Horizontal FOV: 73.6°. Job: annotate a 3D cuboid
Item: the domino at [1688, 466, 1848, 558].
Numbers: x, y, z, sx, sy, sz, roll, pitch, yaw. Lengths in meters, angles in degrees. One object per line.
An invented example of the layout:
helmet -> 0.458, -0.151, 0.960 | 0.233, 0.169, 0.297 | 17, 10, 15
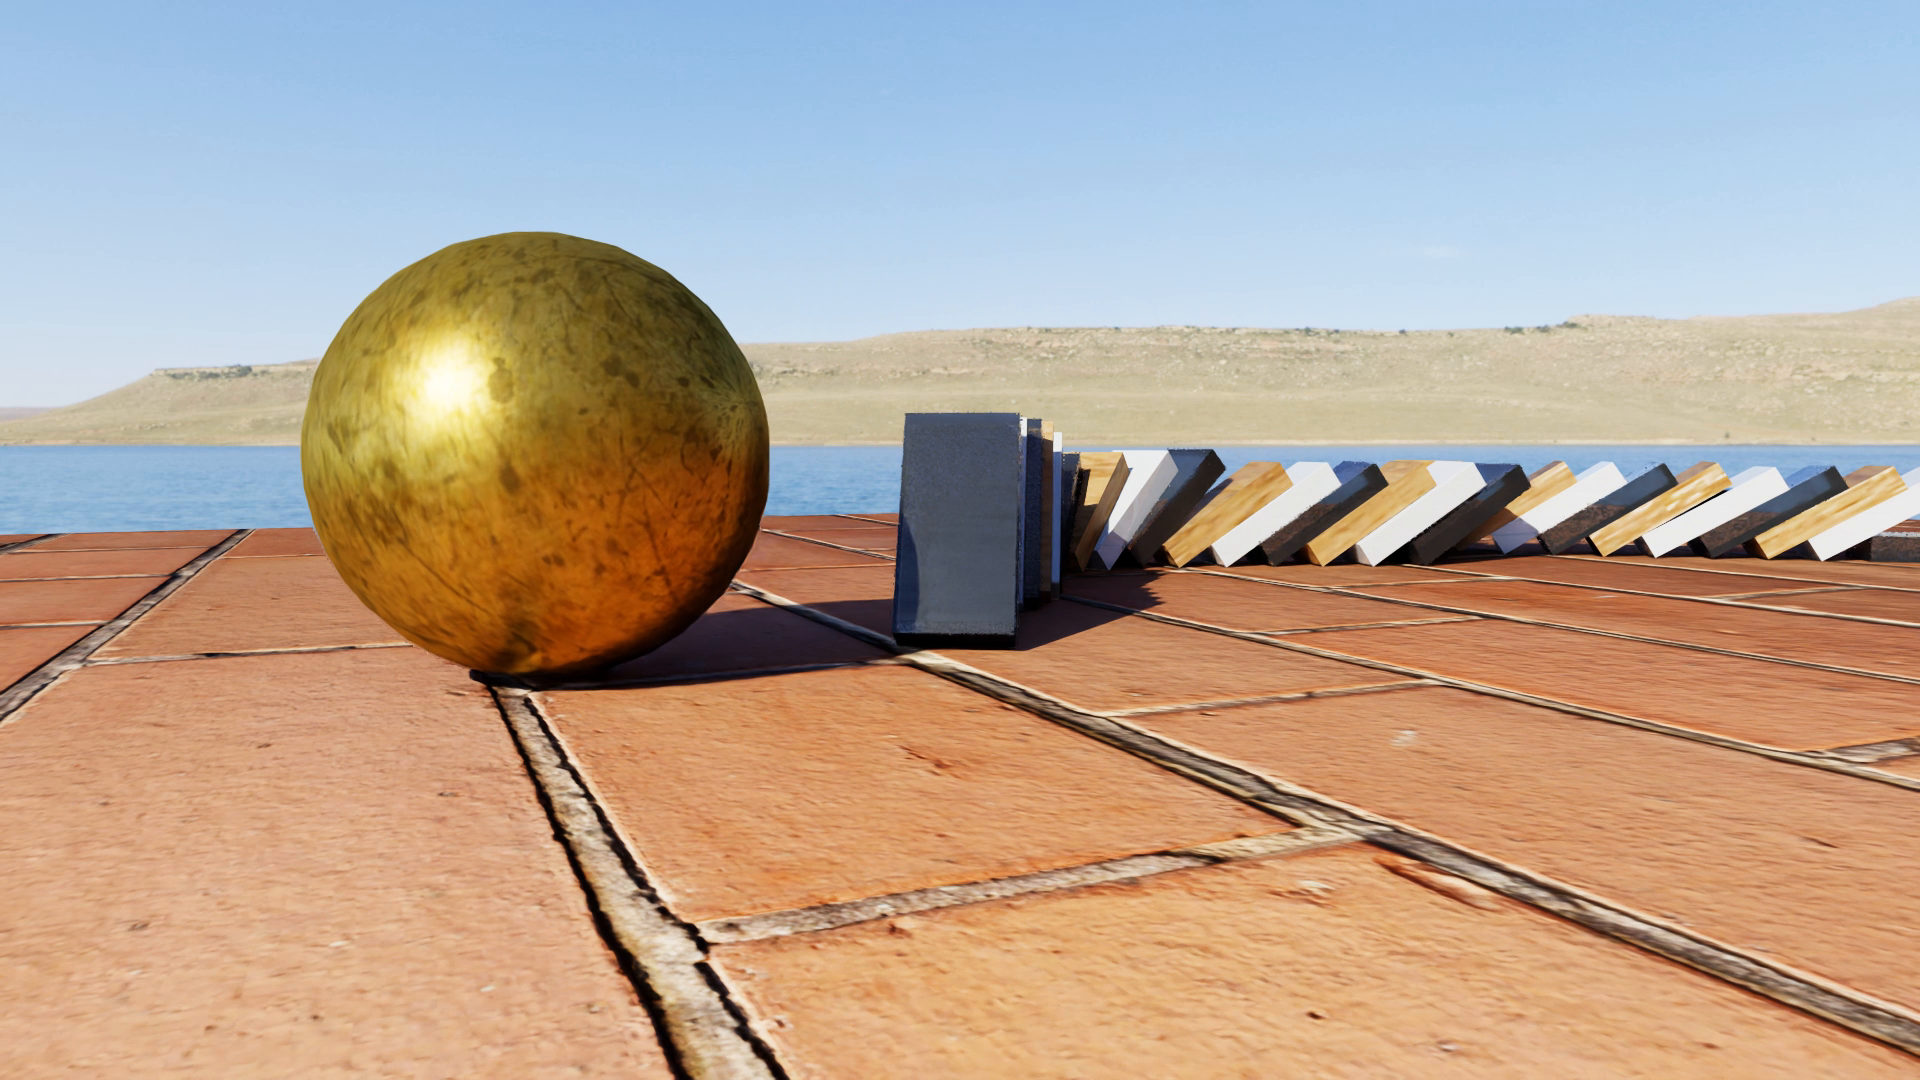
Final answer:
domino -> 0.299, -0.011, 0.479 | 0.050, 0.010, 0.025 | -31, -5, 15

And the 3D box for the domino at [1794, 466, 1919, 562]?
domino -> 0.334, -0.010, 0.471 | 0.050, 0.010, 0.025 | -32, -5, 17

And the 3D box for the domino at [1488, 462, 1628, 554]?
domino -> 0.231, -0.013, 0.499 | 0.050, 0.009, 0.025 | -34, -6, 17

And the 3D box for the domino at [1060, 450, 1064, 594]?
domino -> 0.018, -0.006, 0.377 | 0.025, 0.010, 0.050 | 0, 47, 5

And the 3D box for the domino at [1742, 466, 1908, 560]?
domino -> 0.317, -0.010, 0.474 | 0.050, 0.009, 0.025 | -32, -5, 16

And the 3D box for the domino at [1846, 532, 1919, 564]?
domino -> 0.356, 0.003, 0.466 | 0.050, 0.010, 0.025 | 1, 4, 17

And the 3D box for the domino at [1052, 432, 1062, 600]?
domino -> 0.016, -0.007, 0.362 | 0.025, 0.050, 0.009 | 0, -32, 5

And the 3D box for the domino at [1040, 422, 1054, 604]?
domino -> 0.012, -0.008, 0.348 | 0.025, 0.050, 0.009 | 0, -24, 5

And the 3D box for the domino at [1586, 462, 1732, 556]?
domino -> 0.263, -0.012, 0.488 | 0.050, 0.010, 0.025 | -34, -6, 18

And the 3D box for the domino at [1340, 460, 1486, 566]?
domino -> 0.159, -0.010, 0.458 | 0.050, 0.009, 0.025 | -35, 9, -4

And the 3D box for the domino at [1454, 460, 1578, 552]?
domino -> 0.215, -0.013, 0.504 | 0.050, 0.009, 0.025 | -34, -6, 17

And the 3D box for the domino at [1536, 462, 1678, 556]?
domino -> 0.247, -0.012, 0.493 | 0.050, 0.010, 0.025 | -34, -6, 17

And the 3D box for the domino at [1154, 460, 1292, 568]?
domino -> 0.091, -0.010, 0.454 | 0.050, 0.010, 0.025 | -35, 9, -6

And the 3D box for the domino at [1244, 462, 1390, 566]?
domino -> 0.125, -0.010, 0.457 | 0.050, 0.009, 0.025 | -35, 9, -4

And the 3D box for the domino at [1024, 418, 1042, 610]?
domino -> 0.009, -0.007, 0.337 | 0.025, 0.050, 0.010 | 0, -21, 5

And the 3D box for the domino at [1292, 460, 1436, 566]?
domino -> 0.142, -0.010, 0.458 | 0.050, 0.010, 0.025 | -35, 9, -4

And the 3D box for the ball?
ball -> -0.075, -0.015, 0.233 | 0.080, 0.080, 0.080 | 0, 4, 0

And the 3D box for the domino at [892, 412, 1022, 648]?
domino -> 0.000, -0.003, 0.274 | 0.025, 0.050, 0.009 | 0, -21, 5

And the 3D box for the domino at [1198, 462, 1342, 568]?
domino -> 0.108, -0.010, 0.456 | 0.050, 0.009, 0.025 | -35, 8, -5

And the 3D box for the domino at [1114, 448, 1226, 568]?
domino -> 0.069, -0.012, 0.455 | 0.050, 0.010, 0.025 | -47, 24, -19

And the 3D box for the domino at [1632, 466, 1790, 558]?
domino -> 0.281, -0.011, 0.484 | 0.050, 0.010, 0.025 | -31, -5, 16

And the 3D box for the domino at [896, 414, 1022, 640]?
domino -> 0.000, -0.003, 0.285 | 0.025, 0.050, 0.009 | 0, -21, 5

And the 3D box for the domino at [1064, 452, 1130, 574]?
domino -> 0.038, -0.010, 0.439 | 0.025, 0.009, 0.050 | 2, 45, 31

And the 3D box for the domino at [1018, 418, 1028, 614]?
domino -> 0.004, -0.007, 0.326 | 0.025, 0.050, 0.009 | 0, -21, 5

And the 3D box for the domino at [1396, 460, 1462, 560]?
domino -> 0.177, -0.013, 0.494 | 0.025, 0.009, 0.050 | 3, 39, 28

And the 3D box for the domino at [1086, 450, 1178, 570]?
domino -> 0.053, -0.011, 0.448 | 0.025, 0.010, 0.050 | 5, 48, 47

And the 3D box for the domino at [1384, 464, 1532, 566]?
domino -> 0.177, -0.010, 0.461 | 0.050, 0.009, 0.025 | -35, 12, -9

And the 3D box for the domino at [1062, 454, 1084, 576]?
domino -> 0.025, -0.009, 0.425 | 0.025, 0.009, 0.050 | 0, 43, 15
